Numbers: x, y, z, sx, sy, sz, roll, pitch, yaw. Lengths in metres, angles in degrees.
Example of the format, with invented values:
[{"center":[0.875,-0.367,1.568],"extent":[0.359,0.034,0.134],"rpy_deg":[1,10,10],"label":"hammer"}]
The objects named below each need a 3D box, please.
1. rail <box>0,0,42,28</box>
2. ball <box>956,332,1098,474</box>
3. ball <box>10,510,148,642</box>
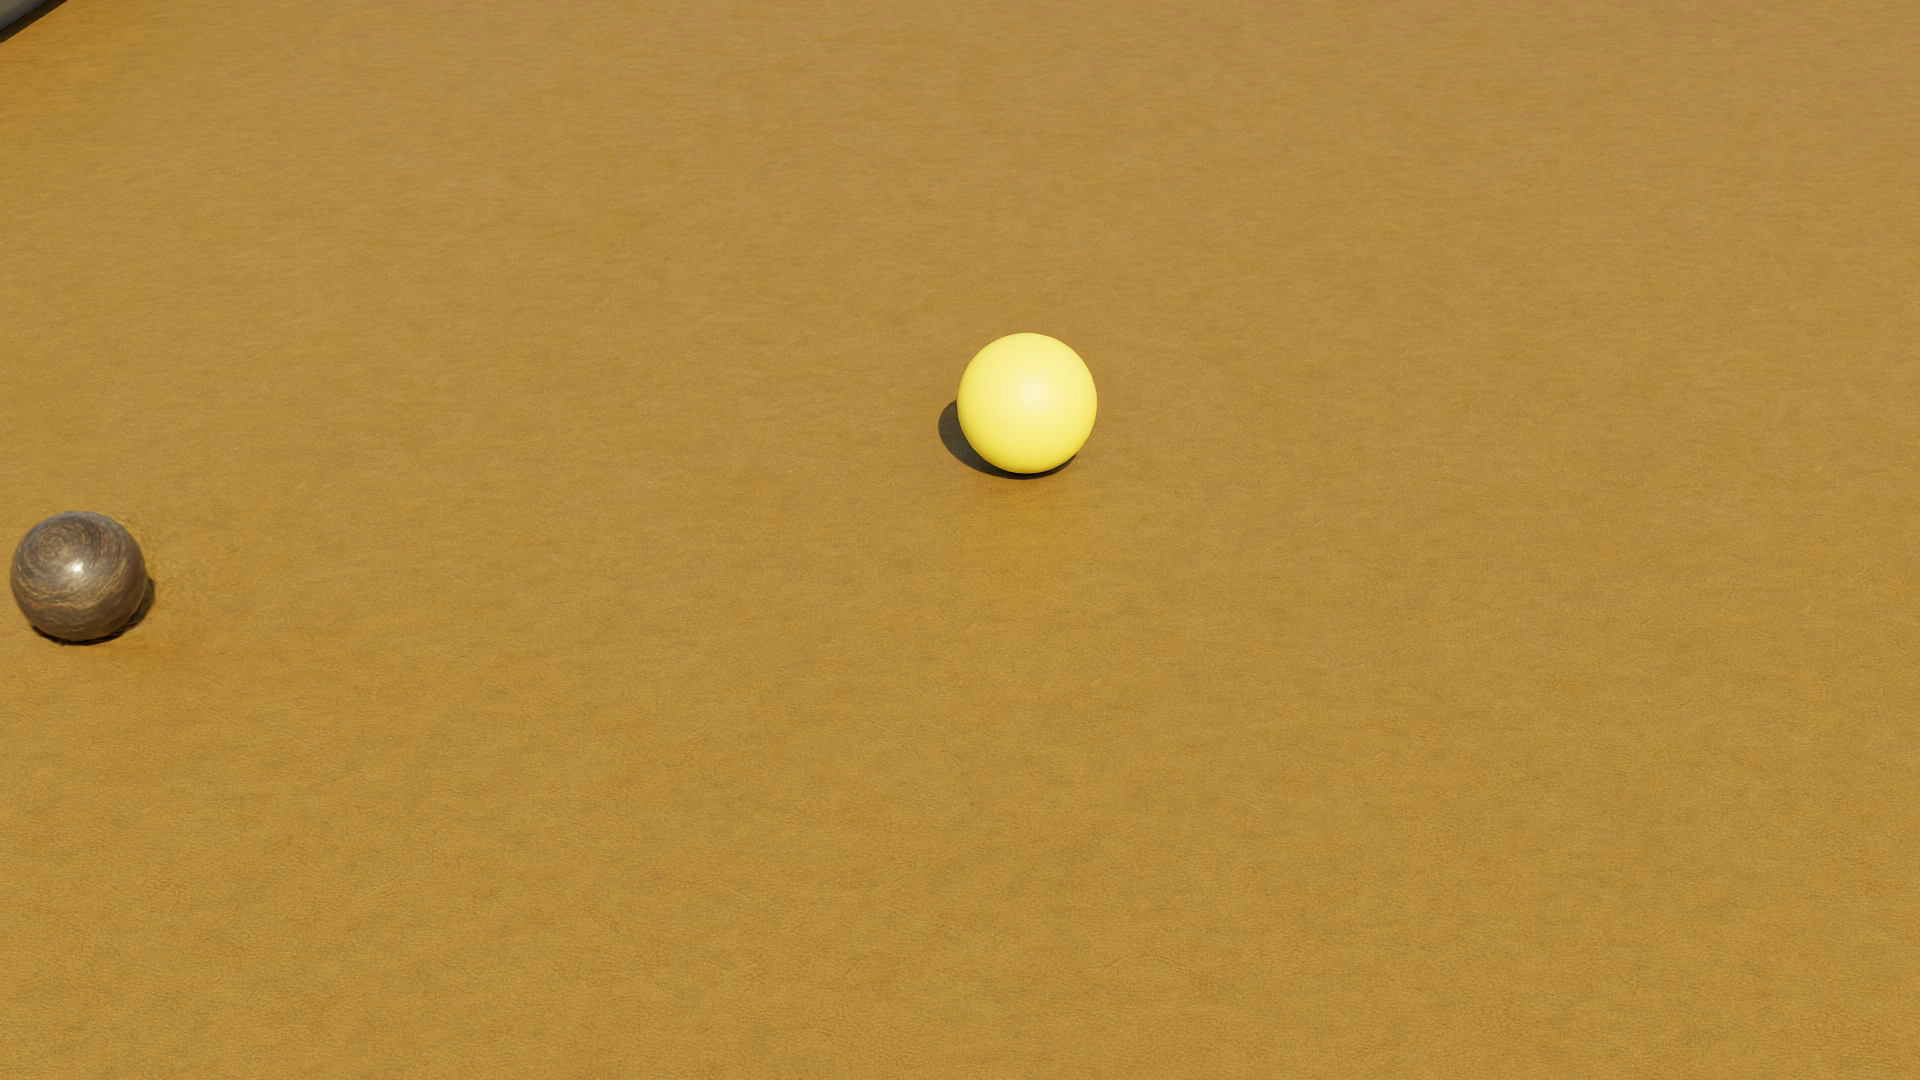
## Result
[{"center":[-0.766,-0.571,2.655],"extent":[0.045,0.112,3.736],"rpy_deg":[7,30,12],"label":"rail"},{"center":[0.041,-0.084,1.807],"extent":[0.087,0.087,0.087],"rpy_deg":[0,29,0],"label":"ball"},{"center":[-0.489,0.020,1.634],"extent":[0.072,0.072,0.072],"rpy_deg":[0,29,0],"label":"ball"}]
